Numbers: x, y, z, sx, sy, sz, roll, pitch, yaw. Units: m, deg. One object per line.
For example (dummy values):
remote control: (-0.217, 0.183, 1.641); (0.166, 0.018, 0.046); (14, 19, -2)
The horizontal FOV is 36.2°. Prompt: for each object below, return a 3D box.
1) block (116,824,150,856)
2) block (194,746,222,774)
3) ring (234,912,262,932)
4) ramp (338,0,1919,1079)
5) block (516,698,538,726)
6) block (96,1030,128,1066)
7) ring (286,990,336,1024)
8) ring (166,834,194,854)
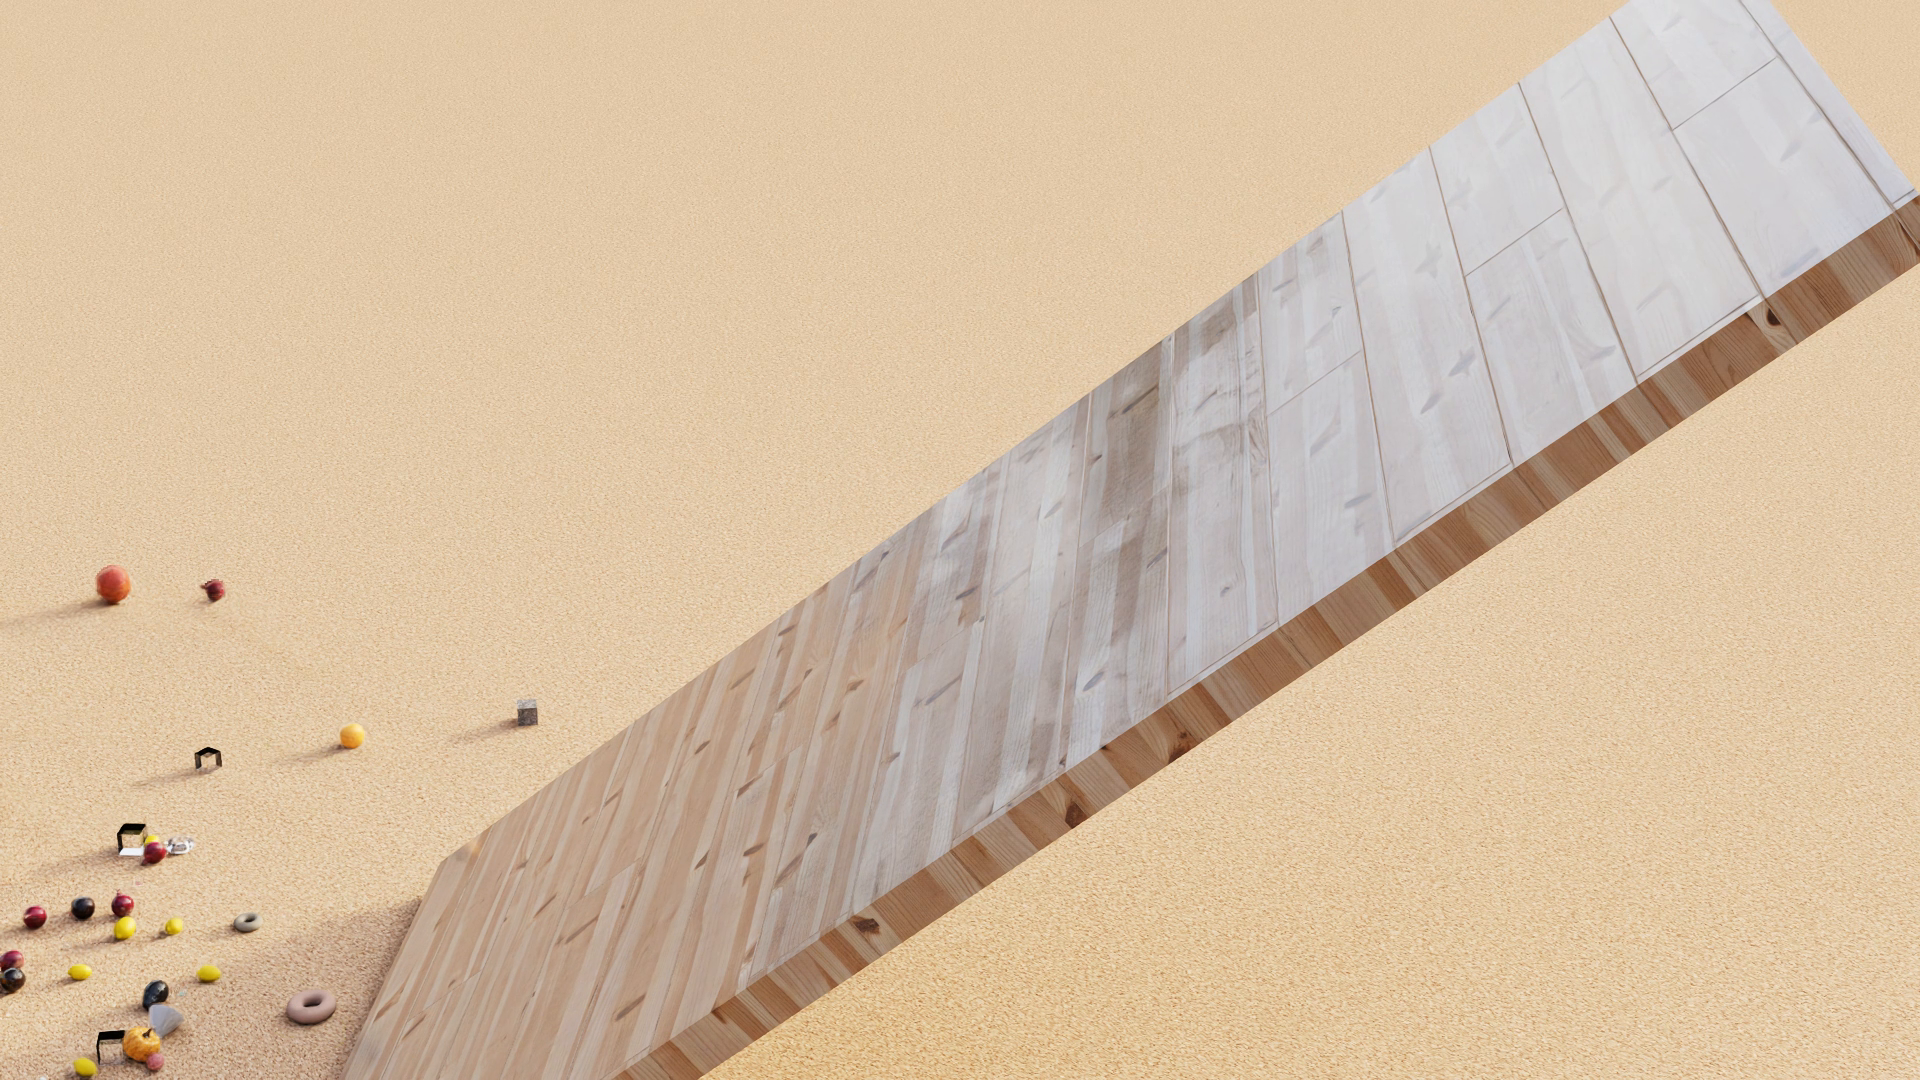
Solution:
block: (-2.264, 0.819, 8.052); (0.063, 0.063, 0.063); (1, 24, 3)
block: (-2.169, 0.636, 8.486); (0.052, 0.052, 0.052); (14, 27, 29)
ring: (-1.860, 0.999, 7.688); (0.075, 0.025, 0.075); (0, 25, 0)
ramp: (0.122, 0.184, 6.337); (4.000, 0.100, 2.000); (-36, 16, 18)
block: (-1.288, 0.514, 8.760); (0.058, 0.058, 0.058); (-4, 24, -9)
block: (-2.052, 1.230, 7.114); (0.061, 0.061, 0.061); (-3, 24, -8)
ring: (-1.610, 1.158, 7.303); (0.122, 0.041, 0.122); (0, 25, 0)
ring: (-2.139, 0.834, 8.065); (0.078, 0.026, 0.078); (1, 24, -1)
